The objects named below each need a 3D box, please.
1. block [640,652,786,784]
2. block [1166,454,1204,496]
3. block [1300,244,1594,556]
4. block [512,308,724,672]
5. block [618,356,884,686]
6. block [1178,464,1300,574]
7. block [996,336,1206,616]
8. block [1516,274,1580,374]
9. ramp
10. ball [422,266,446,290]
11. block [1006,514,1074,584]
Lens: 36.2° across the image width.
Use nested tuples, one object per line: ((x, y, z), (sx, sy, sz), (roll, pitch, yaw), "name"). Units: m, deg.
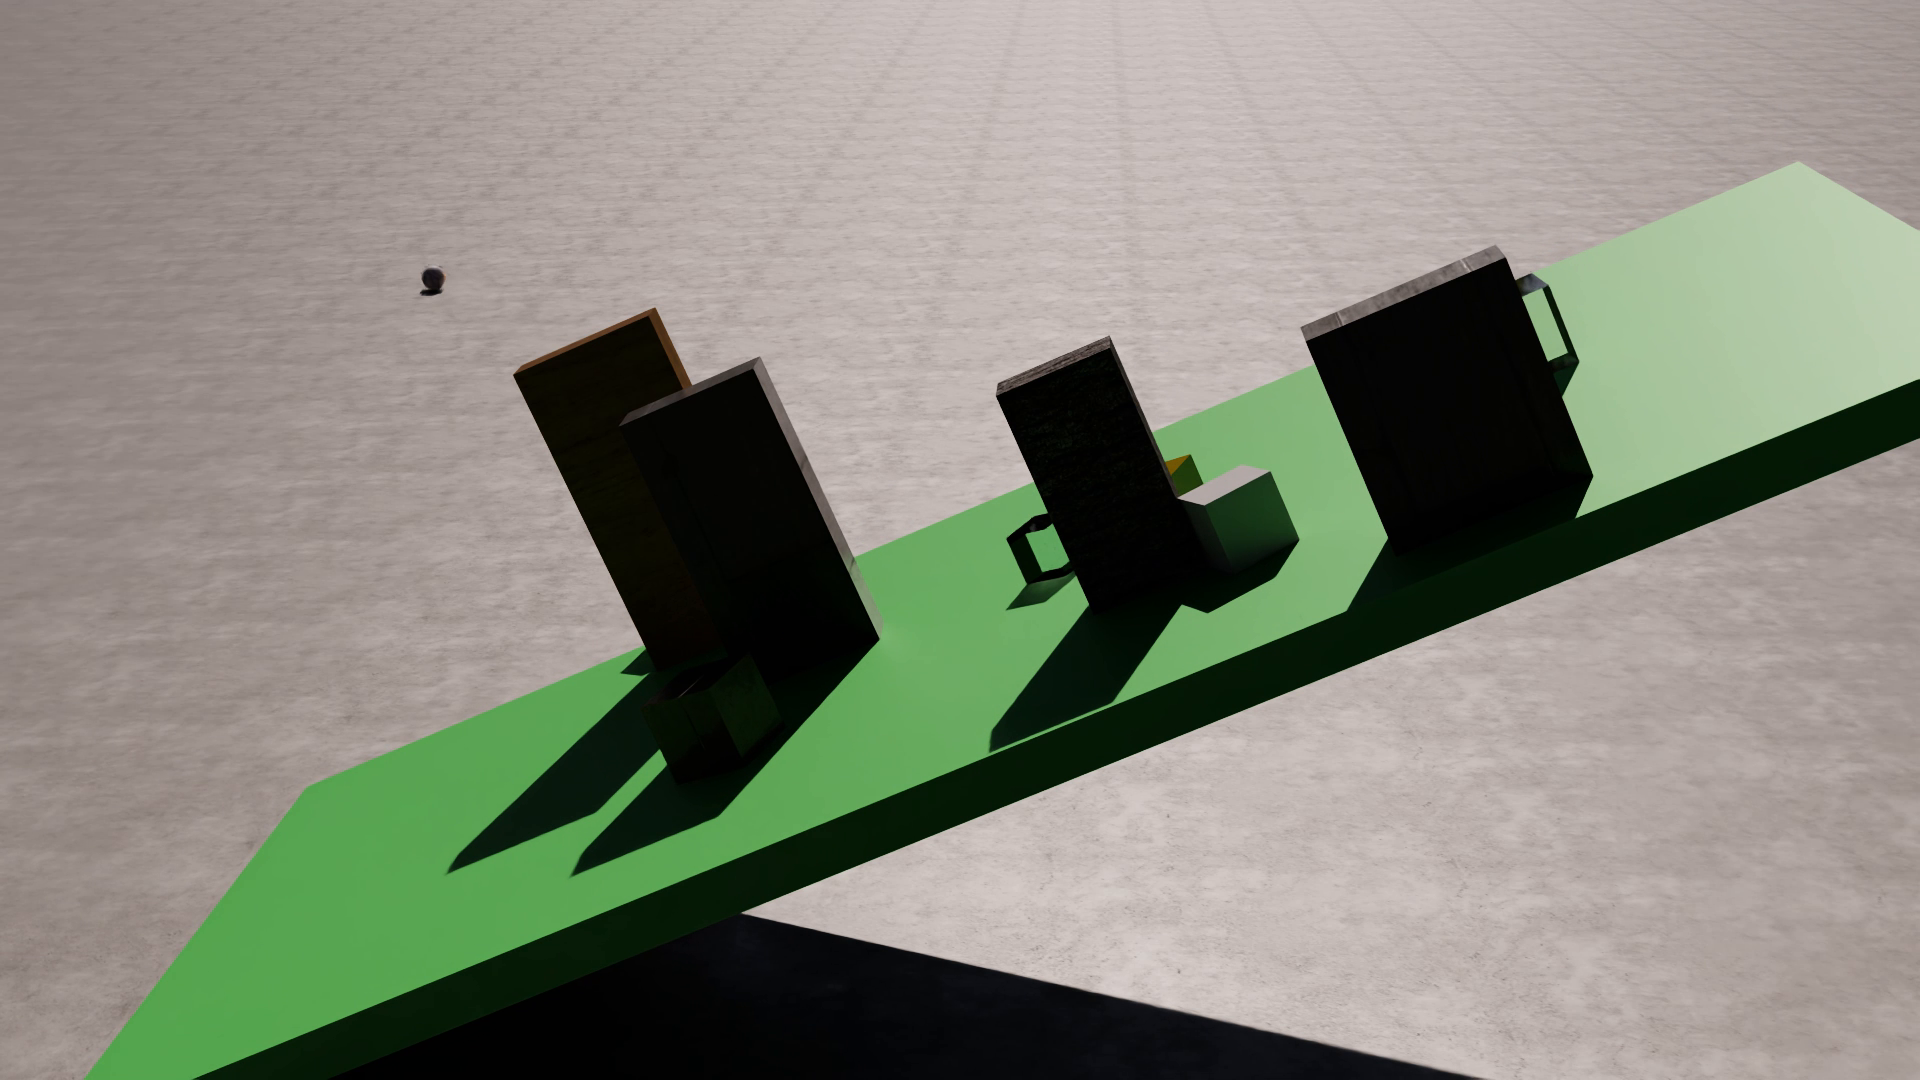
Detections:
((-0.506, 0.365, 6.036), (0.180, 0.180, 0.180), (-17, 15, 31), "block")
((0.409, -0.052, 6.067), (0.165, 0.165, 0.165), (-17, 15, 30), "block")
((0.888, -0.255, 5.380), (0.384, 0.437, 0.138), (-23, 13, 8), "block")
((-0.721, -0.116, 6.987), (0.353, 0.792, 0.111), (-23, 13, 8), "block")
((-0.452, -0.031, 6.448), (0.321, 0.659, 0.134), (-23, 13, 8), "block")
((0.548, -0.042, 5.800), (0.151, 0.151, 0.151), (-27, 13, -12), "block")
((0.283, -0.129, 5.871), (0.244, 0.488, 0.125), (-23, 13, 8), "block")
((1.169, -0.433, 6.180), (0.176, 0.176, 0.176), (-24, 13, 5), "block")
((0.131, 0.170, 6.285), (4.000, 0.100, 2.000), (-23, 13, 8), "ramp")
((-2.685, -1.337, 15.007), (0.122, 0.122, 0.122), (0, 15, 0), "ball")
((0.193, 0.013, 6.326), (0.112, 0.112, 0.112), (-13, 17, 42), "block")
